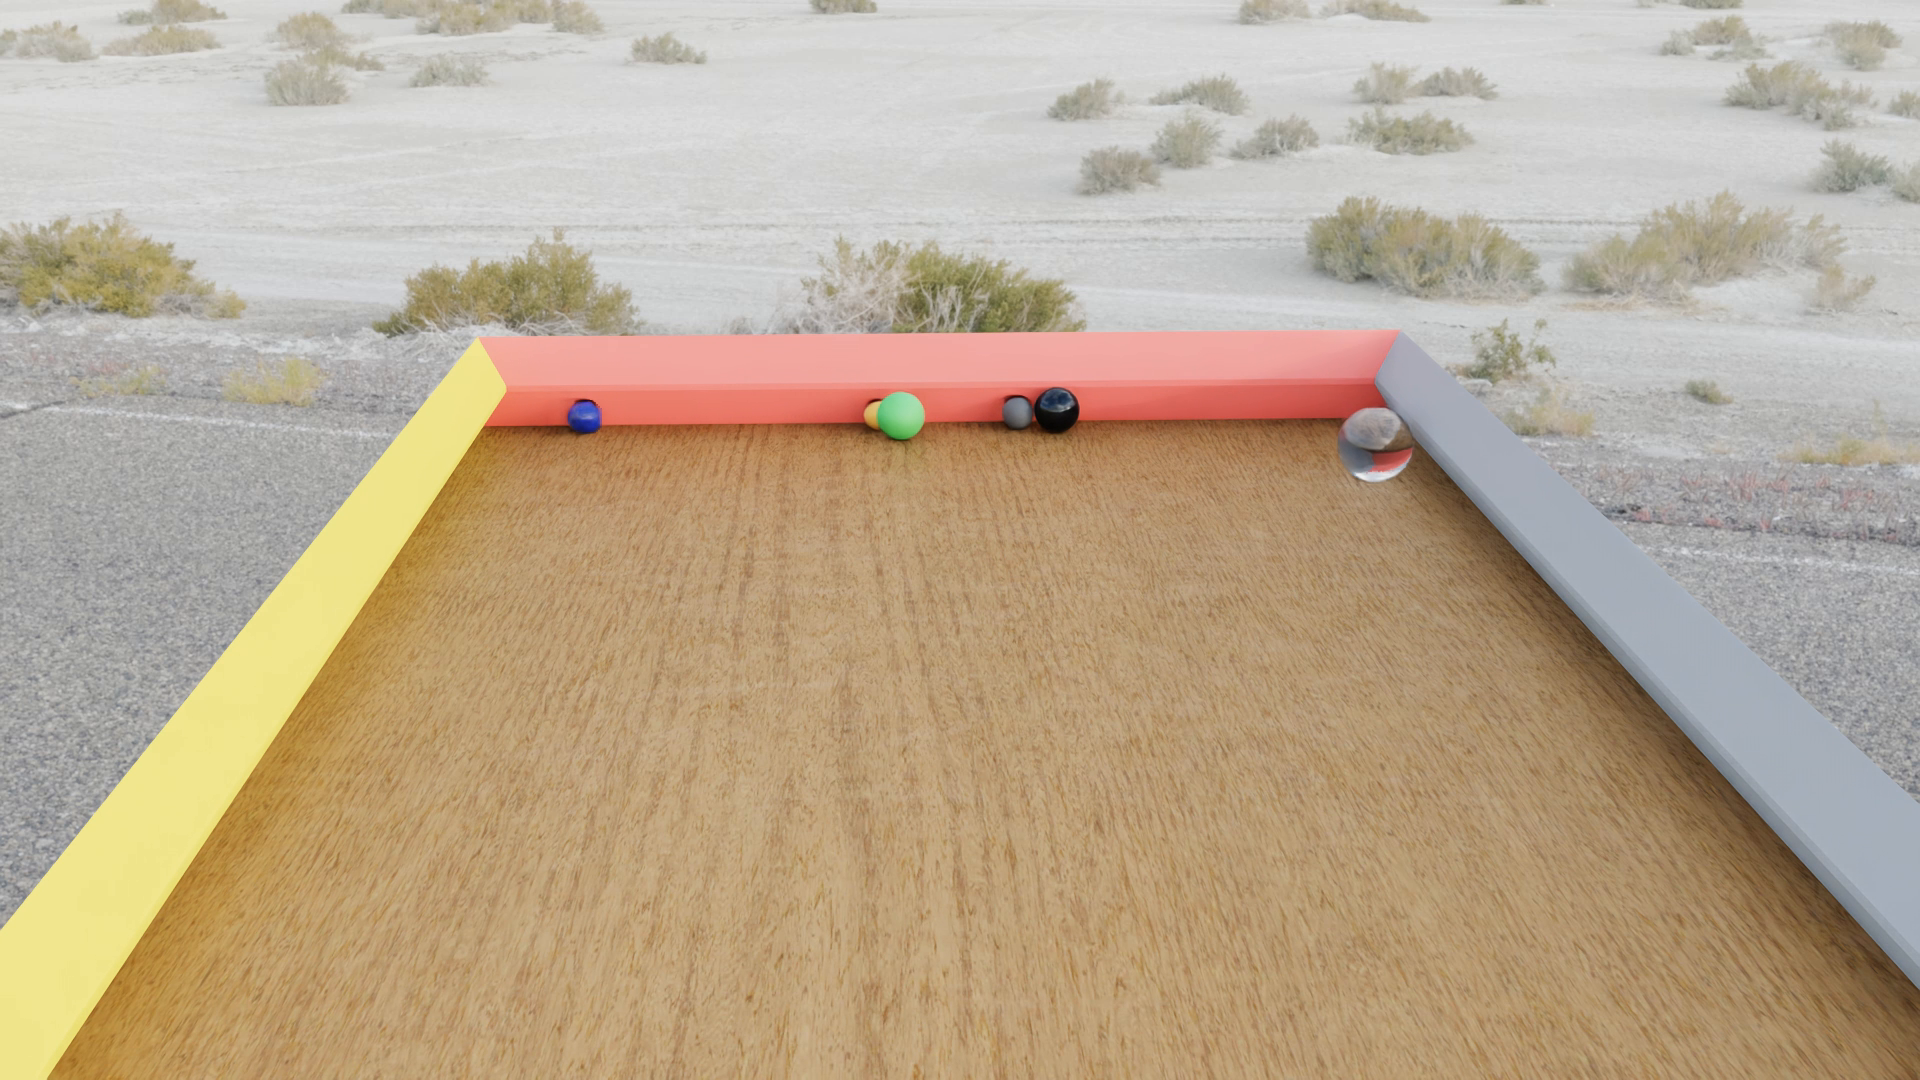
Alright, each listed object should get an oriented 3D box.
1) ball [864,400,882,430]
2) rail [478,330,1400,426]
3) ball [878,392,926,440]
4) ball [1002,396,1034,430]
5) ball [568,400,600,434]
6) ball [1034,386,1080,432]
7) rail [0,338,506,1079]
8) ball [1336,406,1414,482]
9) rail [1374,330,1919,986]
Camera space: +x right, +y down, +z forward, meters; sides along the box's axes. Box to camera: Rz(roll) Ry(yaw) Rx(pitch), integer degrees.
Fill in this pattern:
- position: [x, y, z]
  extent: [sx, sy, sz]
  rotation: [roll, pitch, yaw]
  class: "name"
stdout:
- position: [-0.116, -0.177, 3.125]
  extent: [0.041, 0.041, 0.041]
  rotation: [0, 18, 0]
  class: "ball"
- position: [-0.024, -0.226, 3.134]
  extent: [1.322, 0.128, 0.045]
  rotation: [-1, 18, -2]
  class: "rail"
- position: [-0.082, -0.174, 3.072]
  extent: [0.067, 0.067, 0.067]
  rotation: [0, 18, 0]
  class: "ball"
- position: [0.082, -0.180, 3.127]
  extent: [0.046, 0.046, 0.046]
  rotation: [0, 18, 0]
  class: "ball"
- position: [-0.531, -0.173, 3.105]
  extent: [0.046, 0.046, 0.046]
  rotation: [0, 18, 0]
  class: "ball"
- position: [0.137, -0.185, 3.109]
  extent: [0.065, 0.065, 0.065]
  rotation: [0, 18, 0]
  class: "ball"
- position: [-0.612, 0.167, 1.886]
  extent: [0.045, 0.128, 2.617]
  rotation: [-1, 18, -2]
  class: "rail"
- position: [0.540, -0.125, 2.864]
  extent: [0.099, 0.099, 0.099]
  rotation: [0, 18, 0]
  class: "ball"
- position: [0.662, 0.153, 1.933]
  extent: [0.045, 0.128, 2.617]
  rotation: [-1, 18, -2]
  class: "rail"
